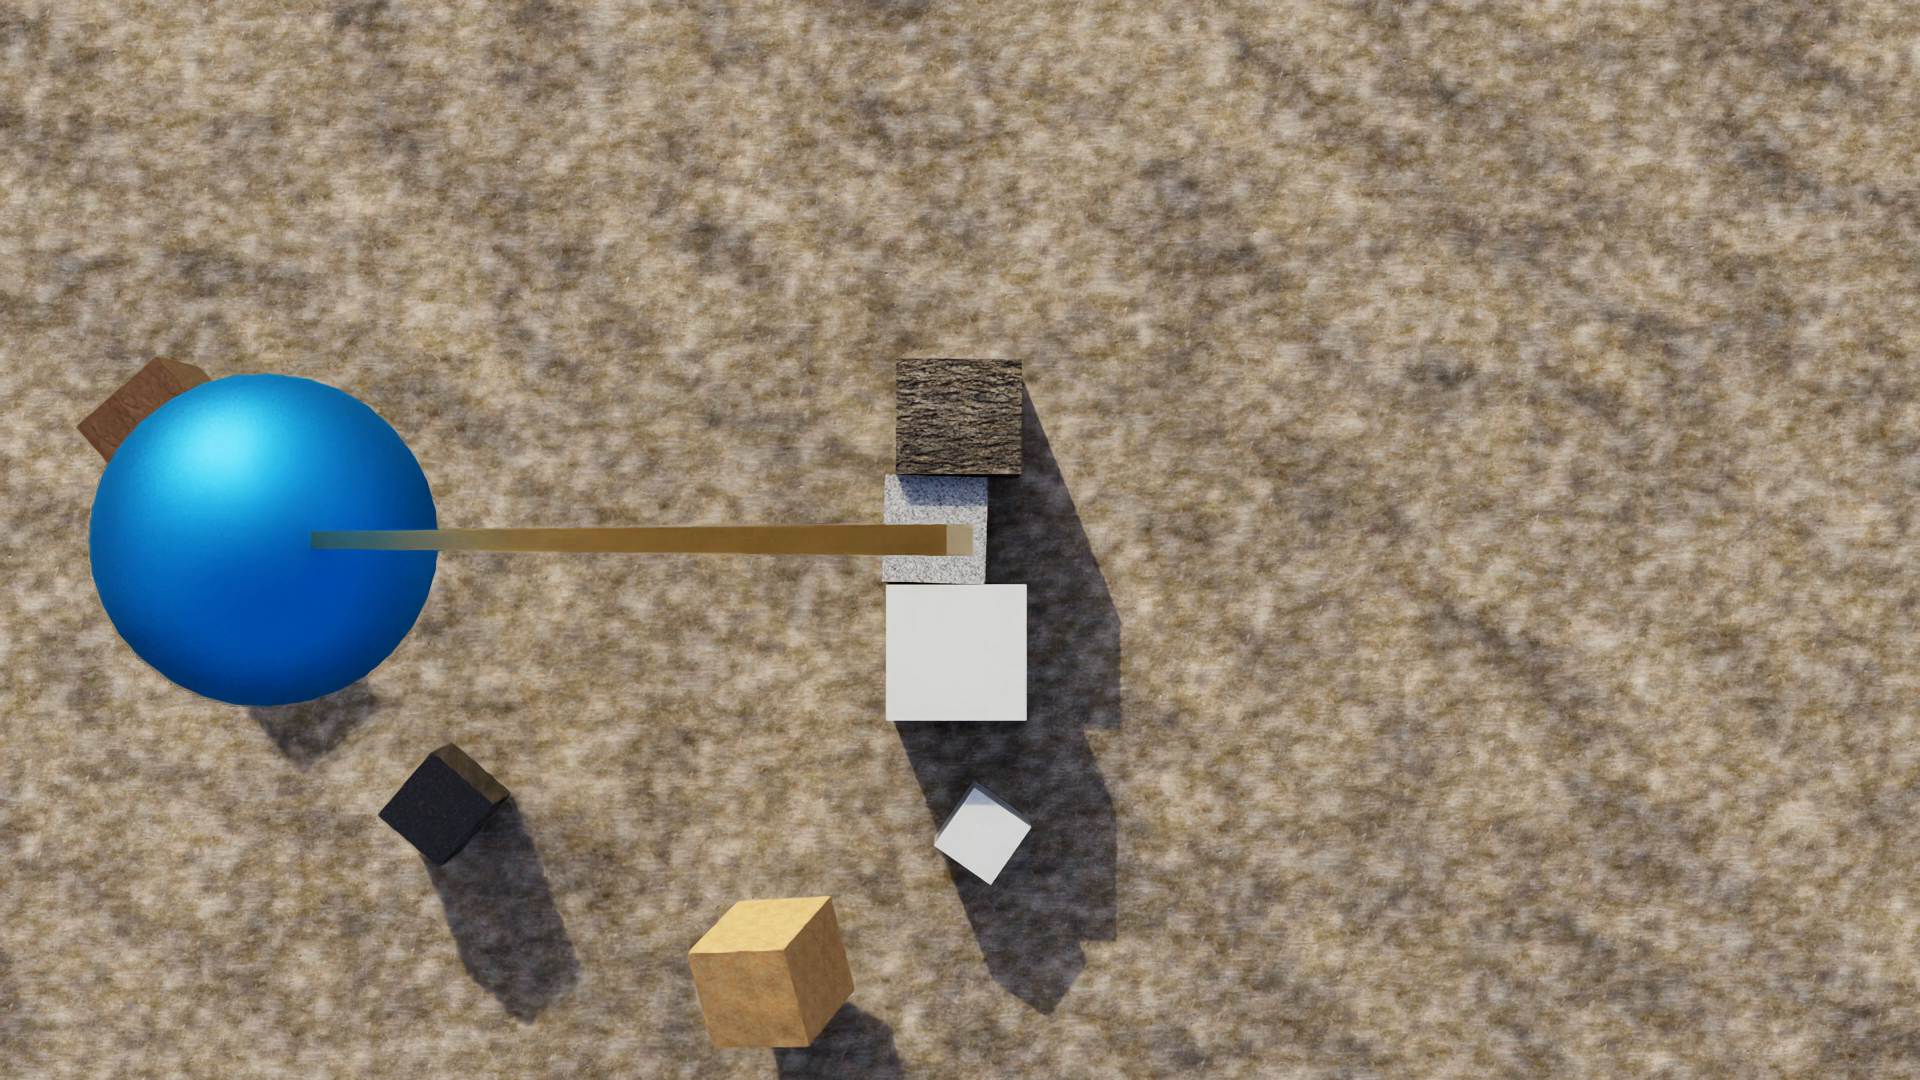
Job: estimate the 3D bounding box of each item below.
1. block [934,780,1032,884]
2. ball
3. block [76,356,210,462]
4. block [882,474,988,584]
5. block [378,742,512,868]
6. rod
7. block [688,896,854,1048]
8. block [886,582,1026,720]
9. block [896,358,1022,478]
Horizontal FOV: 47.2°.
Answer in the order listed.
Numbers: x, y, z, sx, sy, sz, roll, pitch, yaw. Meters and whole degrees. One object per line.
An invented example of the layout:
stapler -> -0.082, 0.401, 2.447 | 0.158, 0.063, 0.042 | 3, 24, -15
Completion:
block -> 0.130, 1.699, 12.803 | 0.398, 0.394, 0.405 | 35, 90, 0
ball -> -3.327, 0.000, 10.565 | 1.600, 1.600, 1.600 | 0, 90, 0
block -> -4.495, -0.570, 12.652 | 0.599, 0.695, 0.691 | -41, 90, 0
block -> -0.140, -0.060, 12.698 | 0.581, 0.605, 0.603 | 2, 90, 0
block -> -2.983, 1.531, 12.758 | 0.459, 0.471, 0.479 | 41, 92, 0
rod -> -1.442, 0.000, 7.735 | 0.080, 5.200, 0.080 | 0, 90, -34
block -> -1.067, 2.459, 12.519 | 0.613, 0.648, 0.596 | -7, 105, 23
block -> -0.020, 0.634, 12.686 | 0.790, 0.628, 0.763 | 0, 90, 0
block -> -0.006, -0.692, 12.656 | 0.704, 0.688, 0.646 | 0, 90, 0
